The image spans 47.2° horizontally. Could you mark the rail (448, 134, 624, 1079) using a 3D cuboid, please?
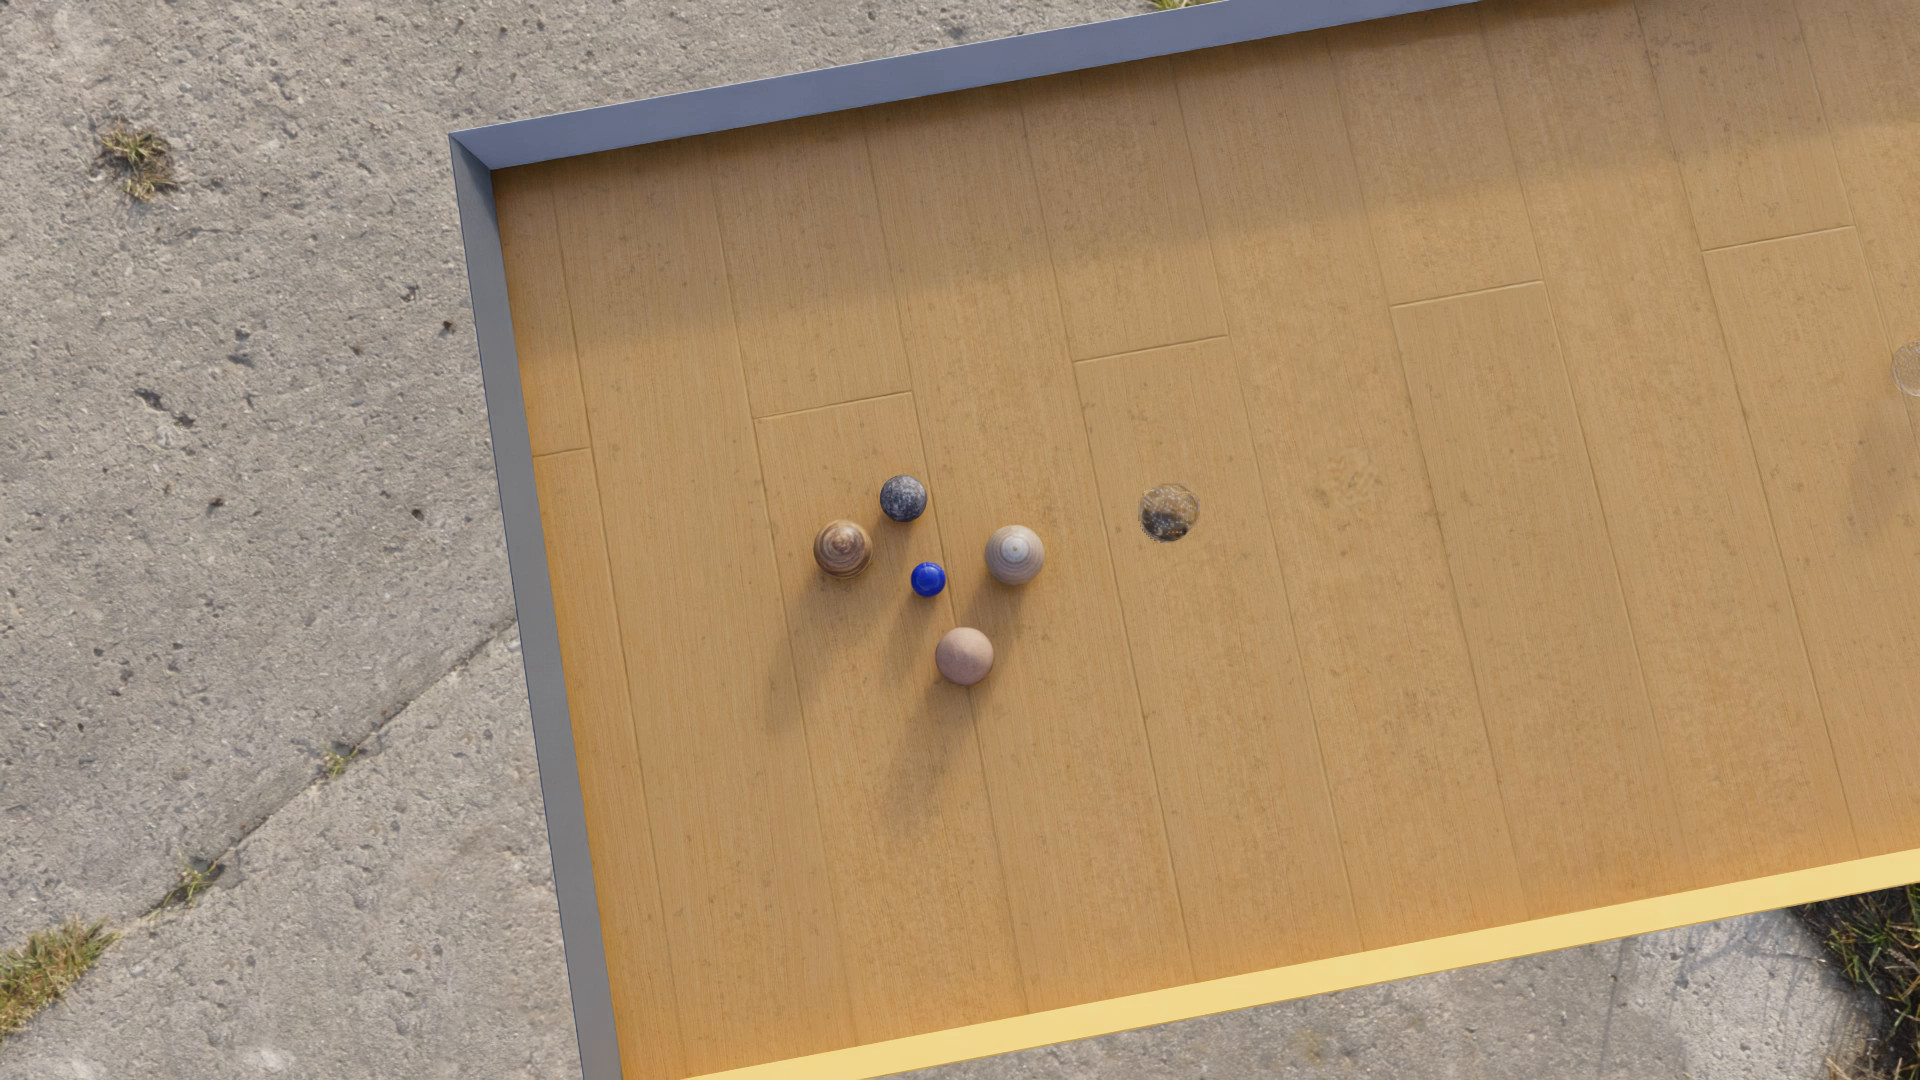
[{"bbox_3d":[-0.623,0.107,3.256,0.045,0.118,1.496,-10,78,-2],"label":"rail"}]

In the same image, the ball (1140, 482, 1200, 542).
[{"bbox_3d":[0.315,-0.042,3.304,0.088,0.088,0.088,0,78,0],"label":"ball"}]

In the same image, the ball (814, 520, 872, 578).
[{"bbox_3d":[-0.175,0.013,3.291,0.089,0.089,0.089,0,78,0],"label":"ball"}]

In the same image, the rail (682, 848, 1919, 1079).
[{"bbox_3d":[0.776,0.578,3.157,2.628,0.118,0.045,-10,78,-2],"label":"rail"}]

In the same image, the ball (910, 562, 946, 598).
[{"bbox_3d":[-0.048,0.059,3.300,0.054,0.054,0.054,0,78,0],"label":"ball"}]

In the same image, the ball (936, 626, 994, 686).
[{"bbox_3d":[0.007,0.172,3.259,0.088,0.088,0.088,0,78,0],"label":"ball"}]

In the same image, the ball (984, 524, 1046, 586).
[{"bbox_3d":[0.082,0.022,3.289,0.091,0.091,0.091,0,78,0],"label":"ball"}]

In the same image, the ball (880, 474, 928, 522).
[{"bbox_3d":[-0.085,-0.063,3.316,0.072,0.072,0.072,0,78,0],"label":"ball"}]

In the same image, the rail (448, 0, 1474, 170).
[{"bbox_3d":[0.516,-0.817,3.450,2.628,0.118,0.045,-10,78,-2],"label":"rail"}]
